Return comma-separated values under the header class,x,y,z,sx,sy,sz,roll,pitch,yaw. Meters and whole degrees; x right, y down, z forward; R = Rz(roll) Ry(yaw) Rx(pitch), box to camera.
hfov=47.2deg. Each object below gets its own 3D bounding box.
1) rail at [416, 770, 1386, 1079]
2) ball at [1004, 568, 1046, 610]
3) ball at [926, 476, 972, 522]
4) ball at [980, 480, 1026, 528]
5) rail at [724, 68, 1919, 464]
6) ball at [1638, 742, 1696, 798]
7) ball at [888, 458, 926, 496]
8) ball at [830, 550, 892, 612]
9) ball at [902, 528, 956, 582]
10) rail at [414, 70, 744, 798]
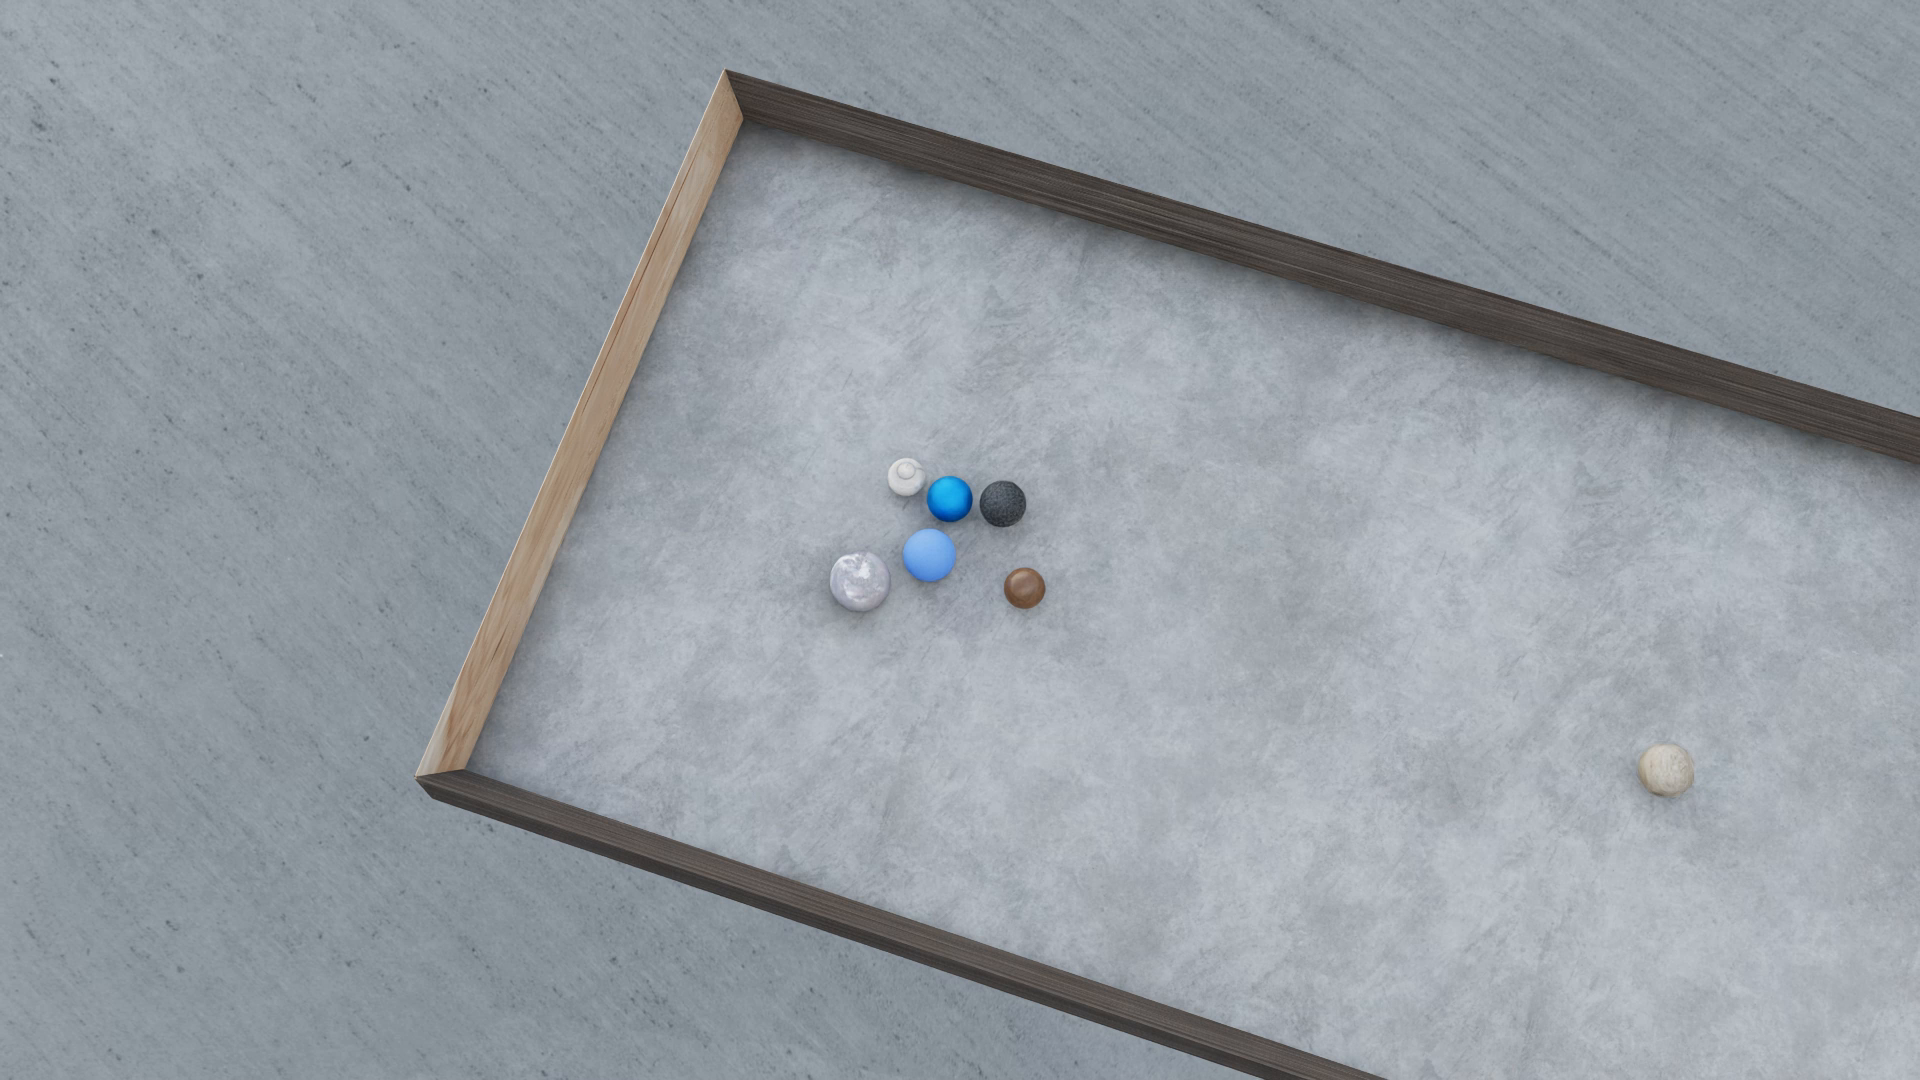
class,x,y,z,sx,sy,sz,roll,pitch,yaw
rail,0.402,0.727,3.154,2.527,0.125,0.045,17,70,7
ball,0.101,0.076,3.436,0.066,0.066,0.066,0,69,0
ball,-0.016,-0.065,3.486,0.073,0.073,0.073,0,69,0
ball,0.068,-0.057,3.482,0.075,0.075,0.075,0,69,0
rail,0.796,-0.369,3.574,2.527,0.125,0.045,17,70,7
ball,1.067,0.348,3.323,0.083,0.083,0.083,0,69,0
ball,-0.085,-0.100,3.506,0.061,0.061,0.061,0,69,0
ball,-0.155,0.064,3.424,0.096,0.096,0.096,0,69,0
ball,-0.048,0.024,3.447,0.084,0.084,0.084,0,69,0
rail,-0.576,-0.190,3.505,0.045,0.125,1.285,17,70,7
